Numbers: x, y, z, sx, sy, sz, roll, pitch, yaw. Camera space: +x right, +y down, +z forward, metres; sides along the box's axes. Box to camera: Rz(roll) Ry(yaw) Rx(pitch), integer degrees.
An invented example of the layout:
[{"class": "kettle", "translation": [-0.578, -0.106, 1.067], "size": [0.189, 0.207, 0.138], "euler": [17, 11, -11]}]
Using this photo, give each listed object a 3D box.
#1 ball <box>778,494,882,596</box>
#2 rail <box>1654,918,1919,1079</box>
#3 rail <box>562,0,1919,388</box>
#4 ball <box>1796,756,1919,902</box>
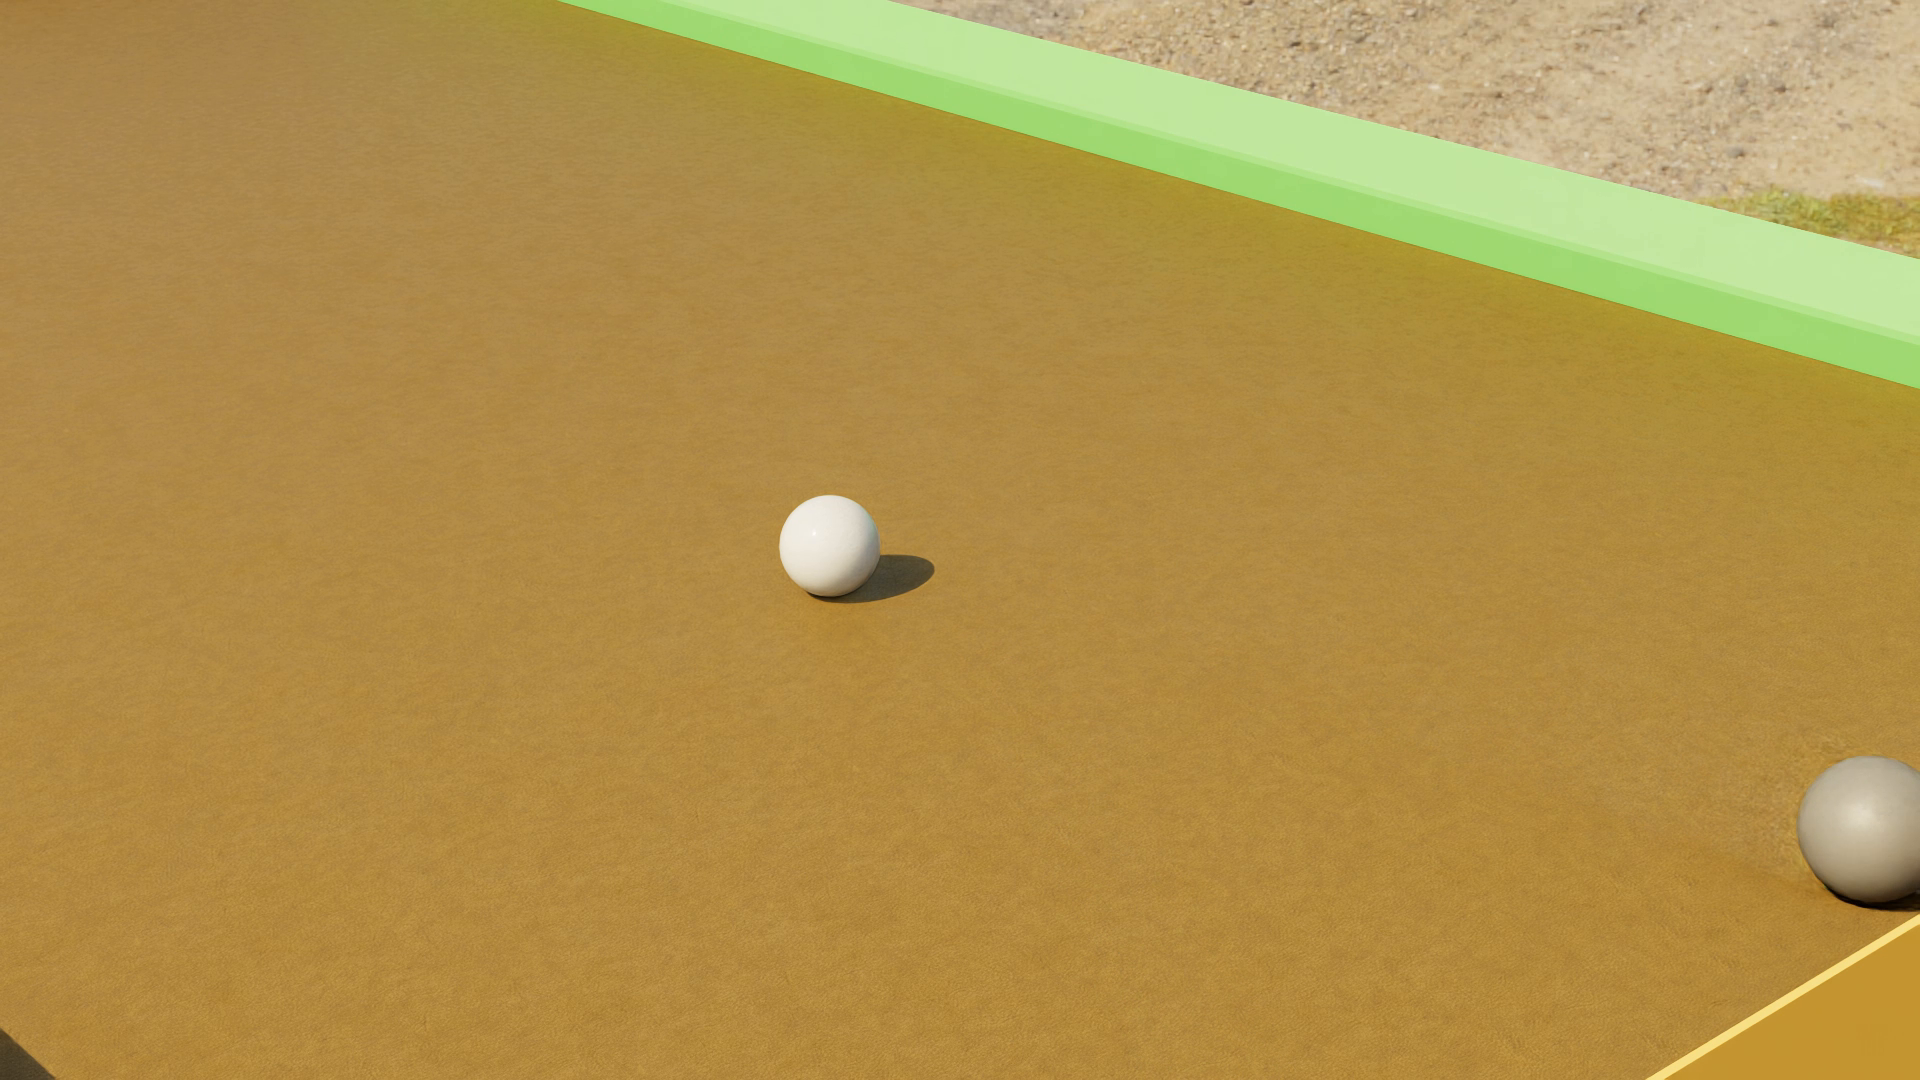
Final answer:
[{"class": "ball", "translation": [-0.105, 0.005, 2.381], "size": [0.083, 0.083, 0.083], "euler": [0, 23, 0]}, {"class": "rail", "translation": [0.597, 0.241, 1.759], "size": [2.035, 0.125, 0.045], "euler": [-19, 29, -38]}, {"class": "rail", "translation": [0.132, -0.541, 3.631], "size": [0.045, 0.125, 3.704], "euler": [-19, 29, -38]}, {"class": "ball", "translation": [0.597, 0.189, 1.924], "size": [0.096, 0.096, 0.096], "euler": [0, 23, 0]}]
